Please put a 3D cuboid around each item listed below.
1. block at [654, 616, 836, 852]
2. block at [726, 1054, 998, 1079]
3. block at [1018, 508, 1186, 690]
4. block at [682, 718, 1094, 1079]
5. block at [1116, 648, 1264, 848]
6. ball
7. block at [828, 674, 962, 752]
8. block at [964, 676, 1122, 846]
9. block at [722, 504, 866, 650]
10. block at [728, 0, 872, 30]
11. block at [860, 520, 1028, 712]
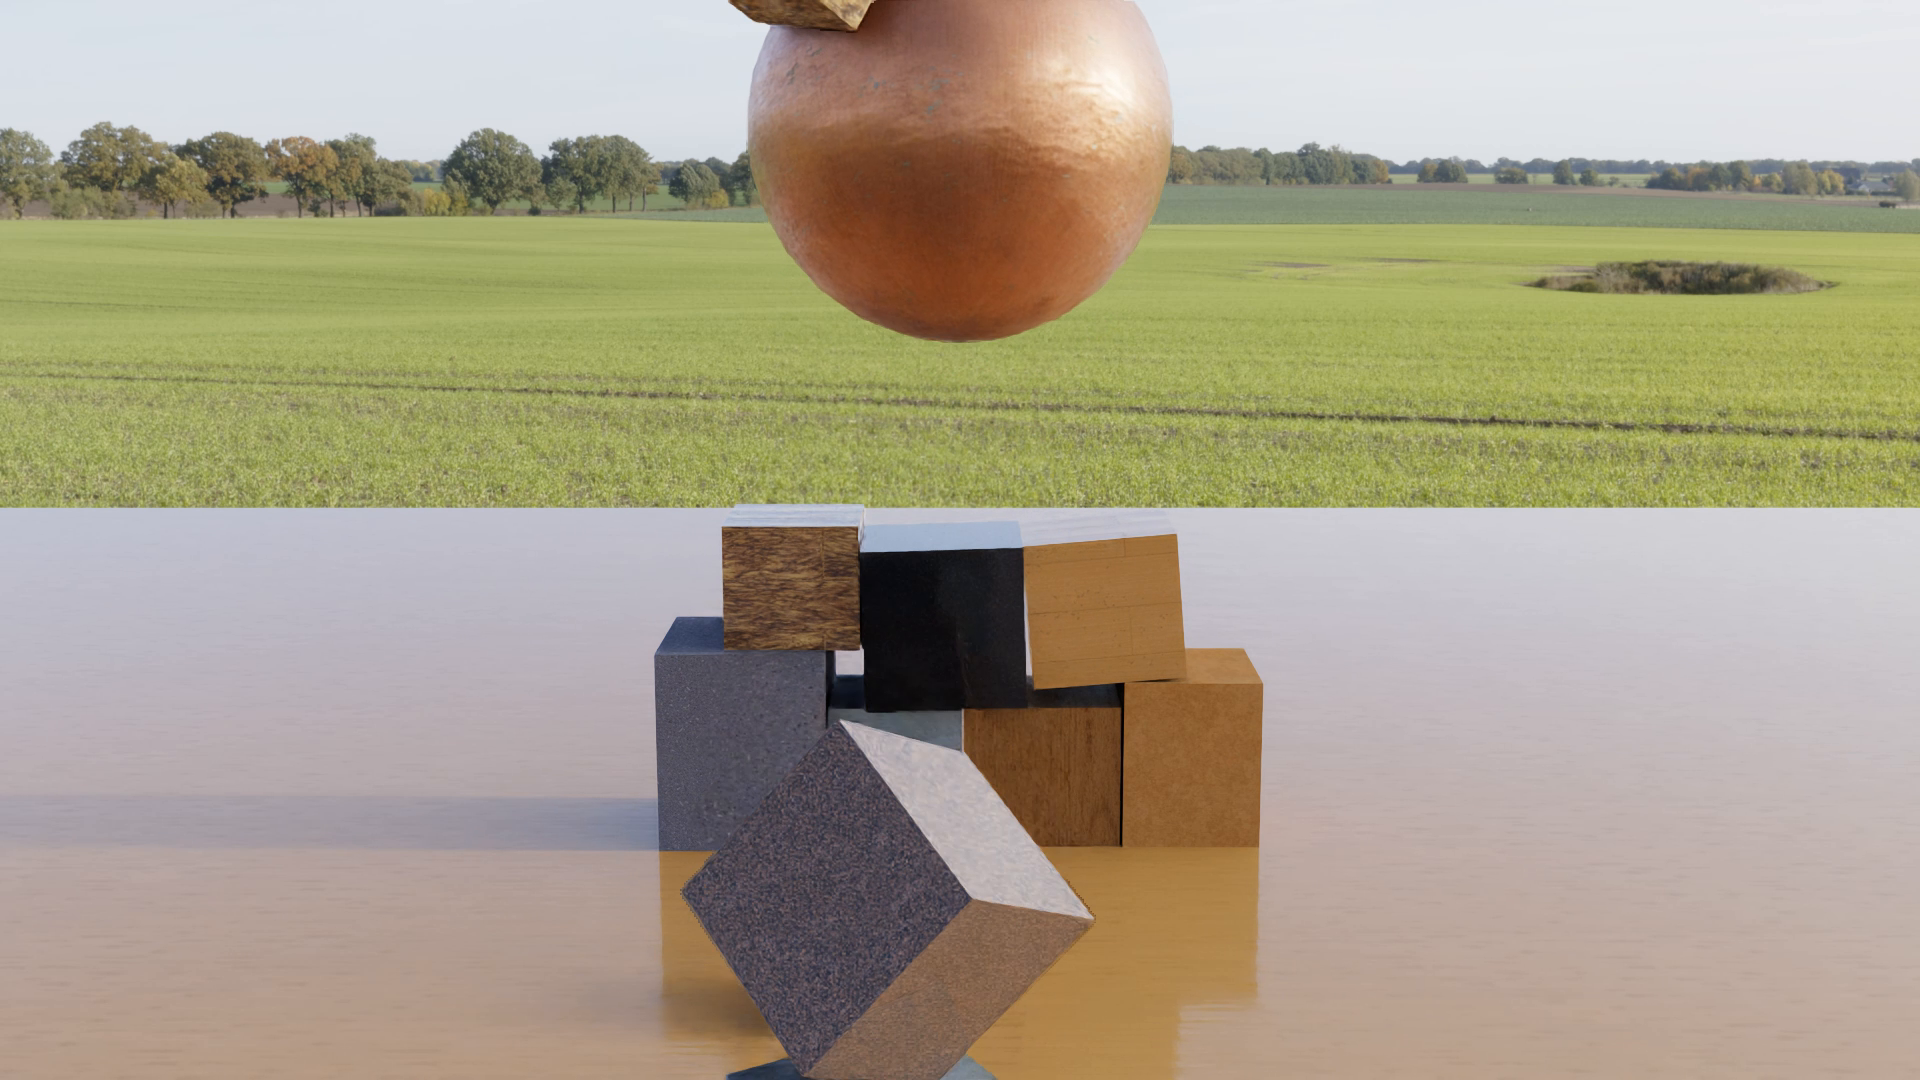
[{"bbox_3d":[-1.086,0.982,11.348,0.839,1.008,0.885,0,10,0],"label":"block"},{"bbox_3d":[-0.259,1.973,6.784,0.722,0.608,0.631,-8,19,-33],"label":"block"},{"bbox_3d":[0.718,0.290,11.245,0.761,0.728,0.751,-5,10,1],"label":"block"},{"bbox_3d":[-0.212,1.094,6.580,0.711,0.729,0.706,50,15,32],"label":"block"},{"bbox_3d":[1.161,1.060,11.369,0.688,0.847,0.773,0,10,0],"label":"block"},{"bbox_3d":[0.000,-1.545,8.265,1.600,1.600,1.600,0,10,0],"label":"ball"},{"bbox_3d":[-0.322,1.128,11.397,0.672,0.704,0.727,0,10,0],"label":"block"},{"bbox_3d":[0.413,1.128,11.352,0.782,0.719,0.678,0,10,0],"label":"block"},{"bbox_3d":[-0.835,0.179,11.205,0.674,0.623,0.676,0,10,0],"label":"block"},{"bbox_3d":[-0.643,-2.277,7.534,0.768,0.704,0.659,32,-7,-39],"label":"block"},{"bbox_3d":[-0.081,0.378,11.225,0.803,0.809,0.775,-2,10,0],"label":"block"}]
